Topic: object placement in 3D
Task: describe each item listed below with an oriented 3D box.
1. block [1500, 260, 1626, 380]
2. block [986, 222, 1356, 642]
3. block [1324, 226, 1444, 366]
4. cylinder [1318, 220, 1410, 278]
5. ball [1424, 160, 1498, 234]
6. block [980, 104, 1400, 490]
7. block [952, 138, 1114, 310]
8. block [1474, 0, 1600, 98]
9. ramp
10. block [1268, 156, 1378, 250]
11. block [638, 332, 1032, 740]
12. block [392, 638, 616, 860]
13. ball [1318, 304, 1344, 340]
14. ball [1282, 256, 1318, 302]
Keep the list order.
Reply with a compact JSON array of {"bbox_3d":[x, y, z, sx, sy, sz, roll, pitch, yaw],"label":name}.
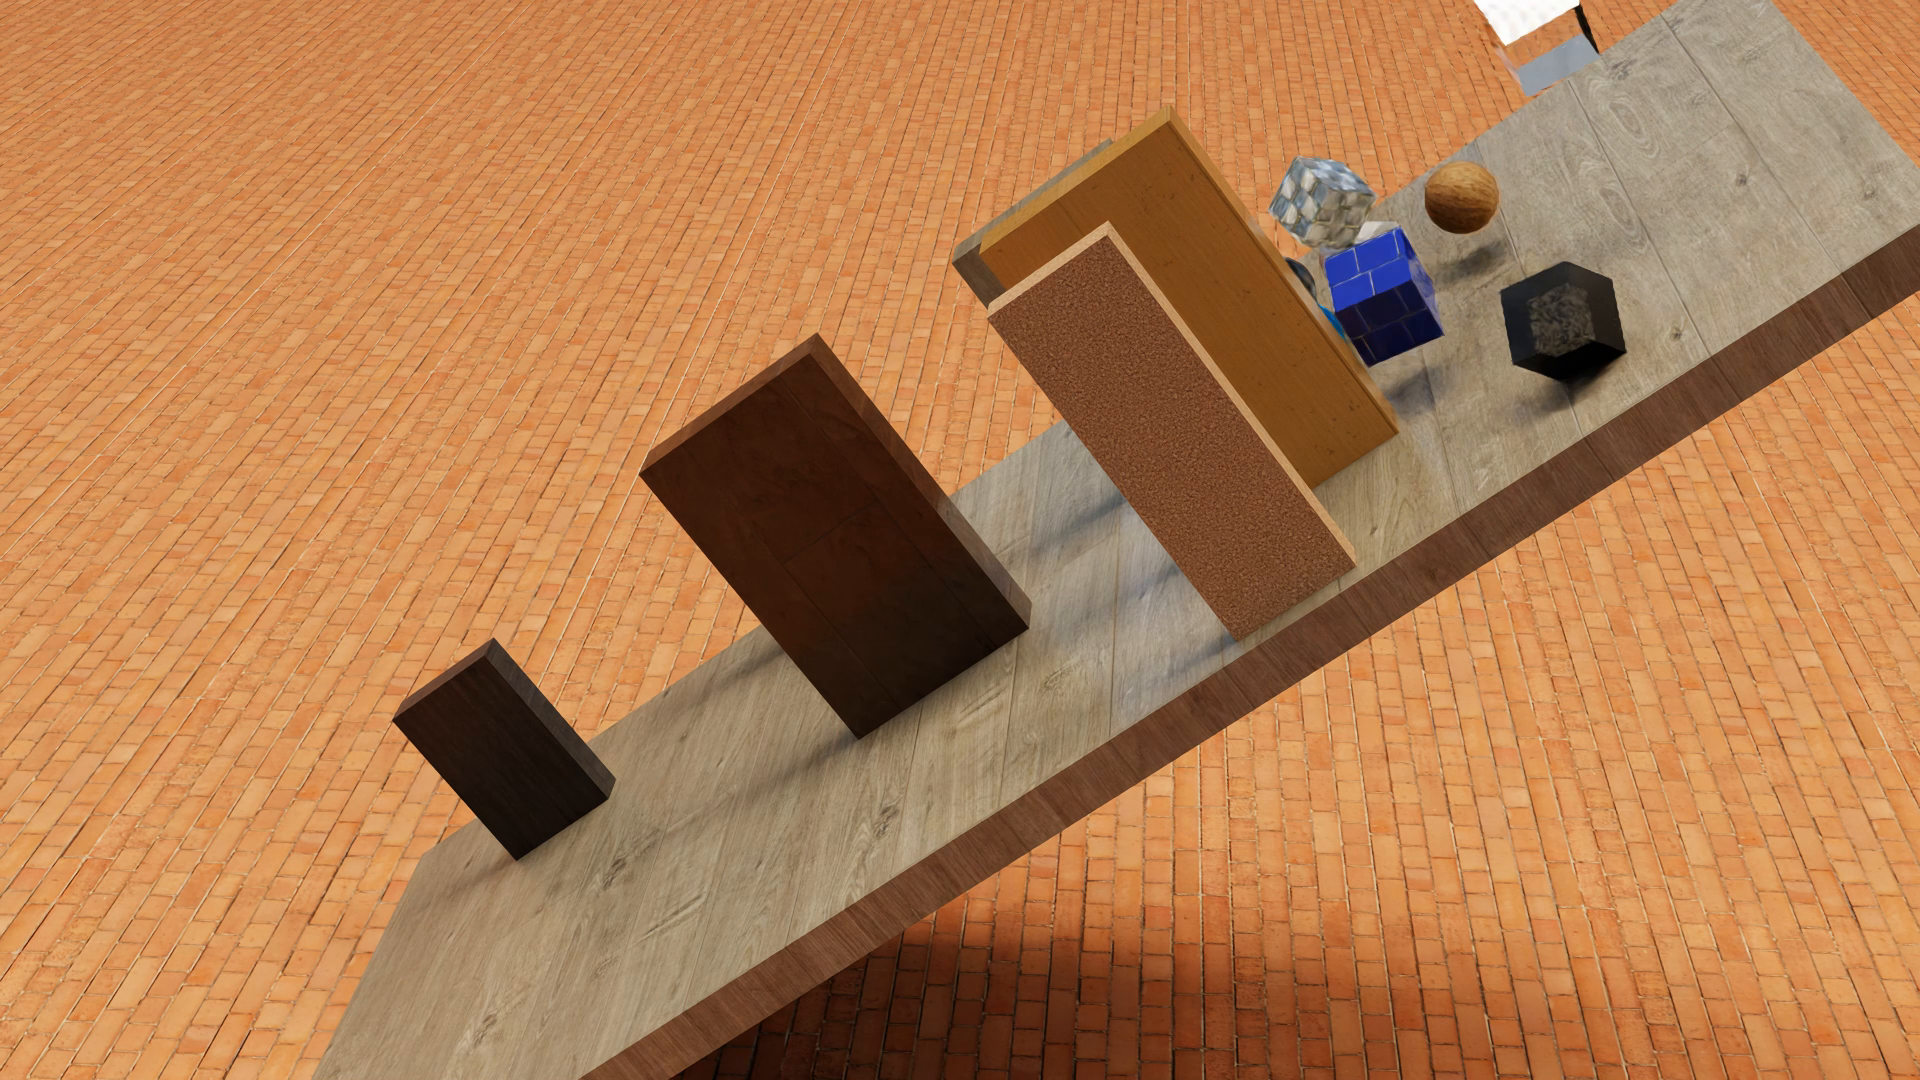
[{"bbox_3d":[1.071,-0.388,5.229,0.143,0.143,0.143,13,-28,-42],"label":"block"},{"bbox_3d":[0.377,-0.184,5.185,0.257,0.753,0.084,-34,16,16],"label":"block"},{"bbox_3d":[0.820,-0.470,5.692,0.161,0.161,0.161,-23,41,19],"label":"block"},{"bbox_3d":[0.875,-0.621,6.362,0.139,0.139,0.139,-19,17,-38],"label":"cylinder"},{"bbox_3d":[1.041,-0.712,6.106,0.153,0.153,0.153,0,22,0],"label":"ball"},{"bbox_3d":[0.442,-0.395,5.636,0.440,0.754,0.125,-34,16,16],"label":"block"},{"bbox_3d":[0.343,-0.468,6.256,0.406,0.650,0.126,-34,16,16],"label":"block"},{"bbox_3d":[1.103,-0.983,5.631,0.158,0.158,0.158,-29,50,8],"label":"block"},{"bbox_3d":[0.130,0.178,6.320,4.000,0.100,2.000,-34,16,16],"label":"ramp"},{"bbox_3d":[0.765,-0.710,6.207,0.138,0.138,0.138,1,36,-37],"label":"block"},{"bbox_3d":[-0.253,-0.001,6.114,0.449,0.740,0.132,-34,16,16],"label":"block"},{"bbox_3d":[-1.098,0.507,7.102,0.295,0.465,0.106,-34,16,16],"label":"block"},{"bbox_3d":[0.712,-0.409,6.139,0.181,0.181,0.181,0,22,0],"label":"ball"},{"bbox_3d":[0.680,-0.523,6.301,0.170,0.170,0.170,0,22,0],"label":"ball"}]
